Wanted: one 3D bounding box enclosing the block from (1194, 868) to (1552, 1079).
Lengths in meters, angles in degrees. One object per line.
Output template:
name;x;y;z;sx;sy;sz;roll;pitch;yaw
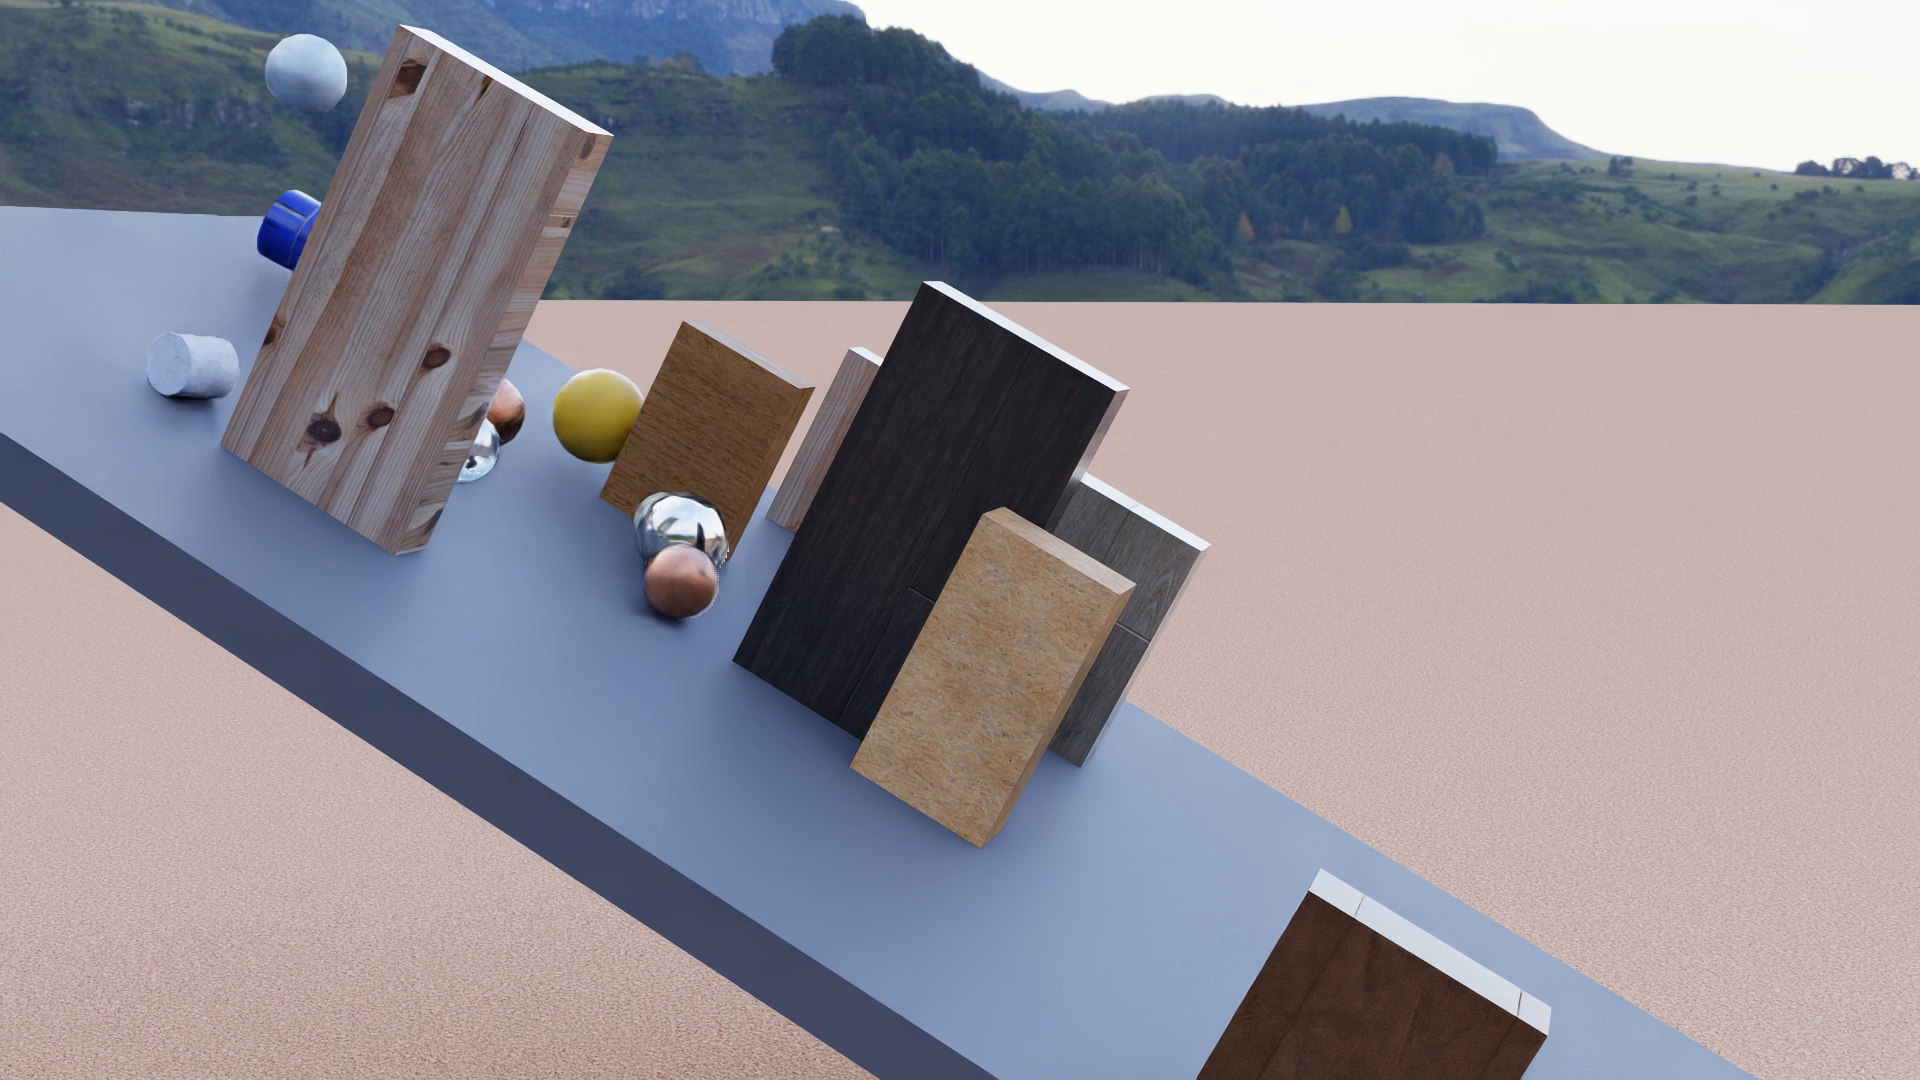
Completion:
block;0.558;0.751;3.106;0.369;0.425;0.120;31;14;12

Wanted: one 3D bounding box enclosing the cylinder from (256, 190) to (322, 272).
cylinder;-1.415;-0.654;4.794;0.163;0.163;0.163;29;9;3

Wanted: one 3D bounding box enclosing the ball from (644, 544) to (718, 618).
ball;-0.519;0.077;4.086;0.136;0.136;0.136;0;7;0

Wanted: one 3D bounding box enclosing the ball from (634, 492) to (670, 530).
ball;-0.592;-0.037;4.390;0.117;0.117;0.117;0;7;0

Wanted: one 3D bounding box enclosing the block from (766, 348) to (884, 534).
block;-0.170;-0.150;4.927;0.380;0.432;0.087;31;14;12

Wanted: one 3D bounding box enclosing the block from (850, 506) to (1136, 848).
block;0.056;0.236;3.814;0.270;0.513;0.131;31;14;12

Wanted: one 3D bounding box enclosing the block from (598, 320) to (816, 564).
block;-0.518;-0.200;4.498;0.283;0.412;0.095;31;14;12

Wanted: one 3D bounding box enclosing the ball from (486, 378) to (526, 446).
ball;-0.954;-0.260;4.445;0.148;0.148;0.148;0;7;0

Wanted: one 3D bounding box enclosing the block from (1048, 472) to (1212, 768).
block;0.247;0.160;4.447;0.299;0.510;0.107;31;14;12

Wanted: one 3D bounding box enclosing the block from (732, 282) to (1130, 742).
block;-0.059;-0.023;3.955;0.396;0.785;0.107;31;14;12

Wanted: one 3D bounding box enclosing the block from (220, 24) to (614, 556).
block;-0.926;-0.416;3.716;0.383;0.795;0.097;31;14;12

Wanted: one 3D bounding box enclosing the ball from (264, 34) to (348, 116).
ball;-1.274;-0.907;4.286;0.155;0.155;0.155;0;7;0

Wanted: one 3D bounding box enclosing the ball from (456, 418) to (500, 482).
ball;-0.947;-0.179;4.194;0.137;0.137;0.137;0;7;0

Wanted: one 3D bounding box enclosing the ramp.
ramp;-0.215;0.357;4.144;4.000;0.100;2.000;31;14;12

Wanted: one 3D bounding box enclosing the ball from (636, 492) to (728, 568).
ball;-0.537;-0.003;4.253;0.176;0.176;0.176;0;7;0

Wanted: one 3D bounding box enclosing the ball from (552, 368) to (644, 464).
ball;-0.750;-0.257;4.582;0.199;0.199;0.199;0;7;0
